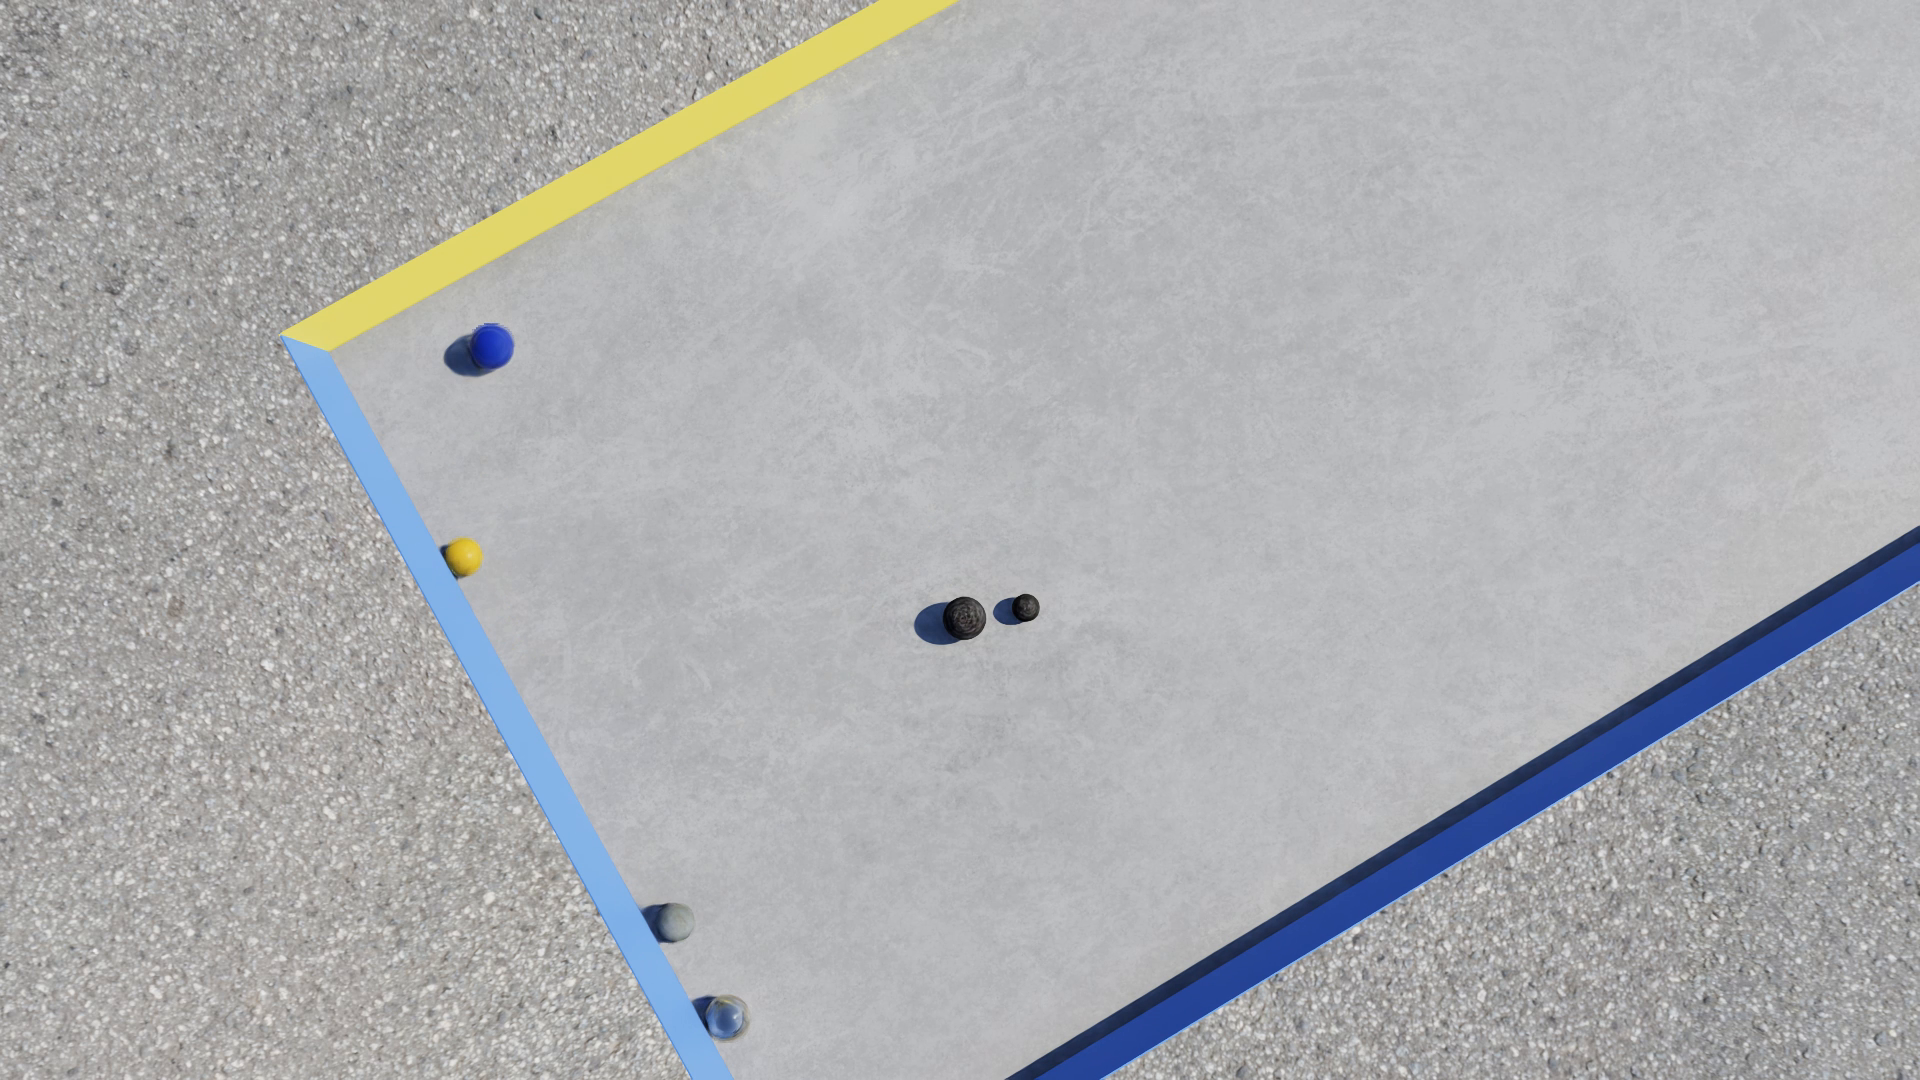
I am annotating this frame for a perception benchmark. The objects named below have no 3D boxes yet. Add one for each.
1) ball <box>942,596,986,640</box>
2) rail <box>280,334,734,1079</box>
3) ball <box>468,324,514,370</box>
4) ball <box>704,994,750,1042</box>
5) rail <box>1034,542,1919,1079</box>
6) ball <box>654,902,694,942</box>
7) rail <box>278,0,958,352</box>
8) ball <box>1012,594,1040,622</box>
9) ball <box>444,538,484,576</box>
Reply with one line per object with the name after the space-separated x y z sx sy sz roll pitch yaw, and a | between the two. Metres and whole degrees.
0.007 0.116 3.261 0.065 0.065 0.065 0 81 0 | ball
-0.602 0.347 3.210 0.045 0.088 1.550 -30 82 -5 | rail
-0.709 -0.292 3.327 0.068 0.068 0.068 0 81 0 | ball
-0.334 0.688 3.166 0.066 0.066 0.066 0 81 0 | ball
1.003 0.274 3.222 2.888 0.088 0.045 -30 82 -5 | rail
-0.414 0.554 3.192 0.058 0.058 0.058 0 81 0 | ball
0.241 -1.003 3.434 2.888 0.088 0.045 -30 82 -5 | rail
0.098 0.101 3.275 0.042 0.042 0.042 0 81 0 | ball
-0.740 0.026 3.280 0.057 0.057 0.057 0 81 0 | ball
